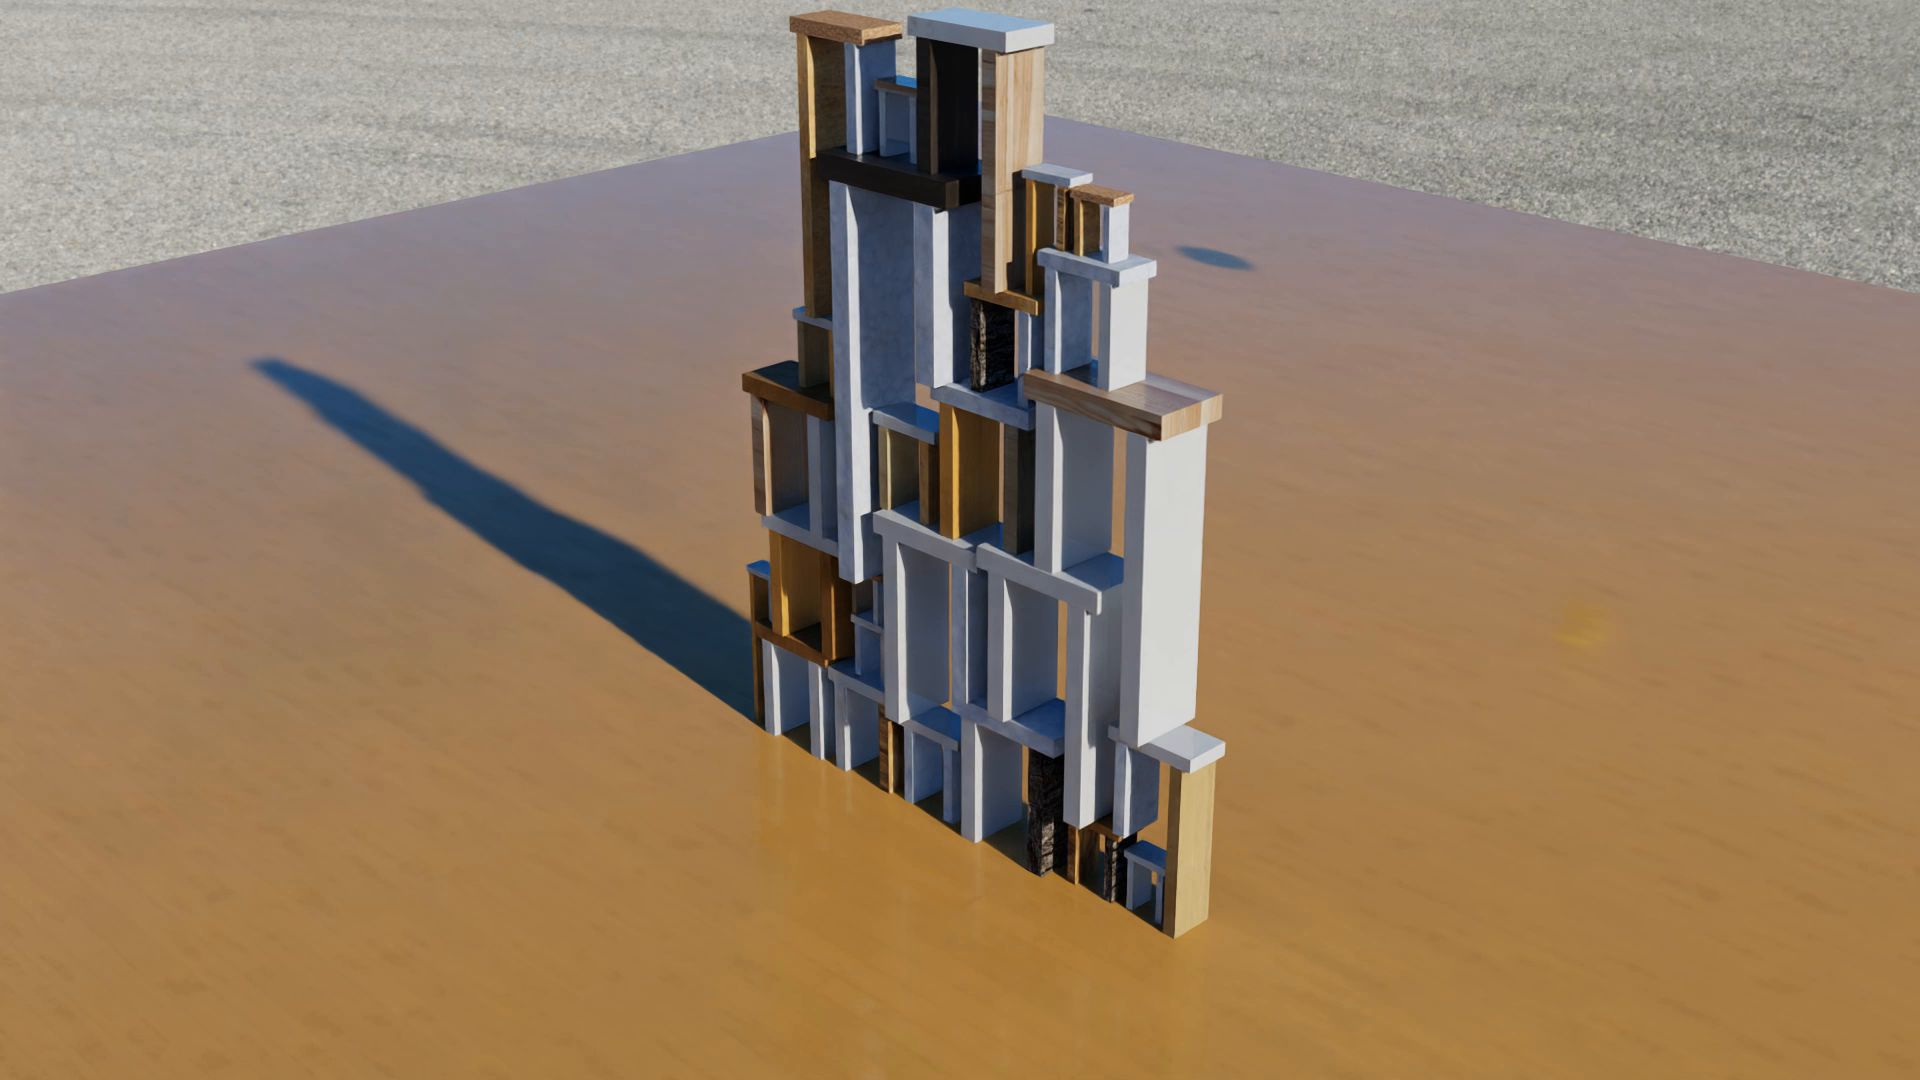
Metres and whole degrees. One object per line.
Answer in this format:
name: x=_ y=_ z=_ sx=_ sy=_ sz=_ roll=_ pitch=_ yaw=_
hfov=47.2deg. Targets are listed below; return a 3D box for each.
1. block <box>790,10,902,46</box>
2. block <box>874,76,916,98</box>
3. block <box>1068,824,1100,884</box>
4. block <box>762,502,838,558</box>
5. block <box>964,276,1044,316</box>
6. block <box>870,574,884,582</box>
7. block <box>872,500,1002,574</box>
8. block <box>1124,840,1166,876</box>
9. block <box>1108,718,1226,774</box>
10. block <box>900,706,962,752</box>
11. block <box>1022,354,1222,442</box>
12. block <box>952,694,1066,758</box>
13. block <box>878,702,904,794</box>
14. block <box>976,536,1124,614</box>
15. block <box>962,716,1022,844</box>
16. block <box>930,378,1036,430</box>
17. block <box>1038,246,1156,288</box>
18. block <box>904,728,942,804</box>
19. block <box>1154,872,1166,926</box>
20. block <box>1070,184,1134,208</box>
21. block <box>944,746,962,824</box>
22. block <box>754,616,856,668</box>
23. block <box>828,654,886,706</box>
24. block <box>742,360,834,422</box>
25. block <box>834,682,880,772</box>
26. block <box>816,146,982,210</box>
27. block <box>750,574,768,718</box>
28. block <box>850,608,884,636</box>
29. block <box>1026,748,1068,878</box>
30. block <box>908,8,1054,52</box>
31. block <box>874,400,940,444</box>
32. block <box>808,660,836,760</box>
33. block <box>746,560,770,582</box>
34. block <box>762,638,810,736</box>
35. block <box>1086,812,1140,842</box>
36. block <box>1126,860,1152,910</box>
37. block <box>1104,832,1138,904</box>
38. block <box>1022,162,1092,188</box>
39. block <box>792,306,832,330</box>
block: x=-0.211 y=-0.944 z=4.049 sx=0.100 sy=0.028 sz=0.201 roll=-21 pitch=31 yaw=-40
block: x=-0.091 y=-0.820 z=3.977 sx=0.121 sy=0.017 sz=0.060 roll=21 pitch=31 yaw=41
block: x=0.237 y=0.584 z=4.208 sx=0.069 sy=0.139 sz=0.020 roll=-21 pitch=31 yaw=-41
block: x=-0.287 y=-0.028 z=4.526 sx=0.236 sy=0.033 sz=0.118 roll=21 pitch=31 yaw=41
block: x=0.101 y=-0.440 z=3.922 sx=0.177 sy=0.025 sz=0.089 roll=21 pitch=31 yaw=41
block: x=-0.176 y=0.060 z=4.435 sx=0.095 sy=0.014 sz=0.048 roll=21 pitch=31 yaw=41
block: x=-0.019 y=-0.015 z=4.232 sx=0.283 sy=0.040 sz=0.142 roll=21 pitch=31 yaw=40
block: x=0.361 y=0.590 z=4.078 sx=0.106 sy=0.015 sz=0.053 roll=21 pitch=31 yaw=41
block: x=0.372 y=0.361 z=3.974 sx=0.097 sy=0.027 sz=0.194 roll=-21 pitch=31 yaw=-40
block: x=-0.035 y=0.372 z=4.417 sx=0.170 sy=0.024 sz=0.085 roll=21 pitch=31 yaw=41
block: x=0.280 y=-0.251 z=3.816 sx=0.159 sy=0.045 sz=0.319 roll=-21 pitch=31 yaw=-40
block: x=0.127 y=0.336 z=4.232 sx=0.269 sy=0.038 sz=0.135 roll=21 pitch=31 yaw=41
block: x=-0.120 y=0.413 z=4.531 sx=0.028 sy=0.201 sz=0.100 roll=21 pitch=31 yaw=41
block: x=0.190 y=0.051 z=4.032 sx=0.150 sy=0.042 sz=0.300 roll=-21 pitch=31 yaw=-40
block: x=0.063 y=0.452 z=4.351 sx=0.038 sy=0.269 sz=0.135 roll=21 pitch=31 yaw=41
block: x=0.077 y=-0.262 z=4.032 sx=0.249 sy=0.035 sz=0.125 roll=21 pitch=31 yaw=41
block: x=0.234 y=-0.475 z=3.767 sx=0.094 sy=0.027 sz=0.189 roll=-21 pitch=31 yaw=-40
block: x=-0.075 y=0.446 z=4.492 sx=0.024 sy=0.170 sz=0.085 roll=21 pitch=31 yaw=41
block: x=0.386 y=0.656 z=4.079 sx=0.015 sy=0.106 sz=0.053 roll=21 pitch=31 yaw=41
block: x=0.239 y=-0.582 z=3.713 sx=0.049 sy=0.014 sz=0.099 roll=-21 pitch=31 yaw=-41
block: x=0.006 y=0.477 z=4.418 sx=0.024 sy=0.170 sz=0.085 roll=21 pitch=31 yaw=41
block: x=-0.319 y=0.205 z=4.664 sx=0.224 sy=0.032 sz=0.112 roll=21 pitch=31 yaw=41
block: x=-0.168 y=0.289 z=4.530 sx=0.201 sy=0.028 sz=0.100 roll=21 pitch=31 yaw=41
block: x=-0.305 y=-0.302 z=4.421 sx=0.129 sy=0.037 sz=0.258 roll=-21 pitch=31 yaw=-41
block: x=-0.215 y=0.376 z=4.618 sx=0.028 sy=0.201 sz=0.100 roll=21 pitch=31 yaw=41
block: x=-0.085 y=-0.674 z=4.025 sx=0.340 sy=0.048 sz=0.170 roll=21 pitch=31 yaw=41
block: x=-0.430 y=0.225 z=4.785 sx=0.013 sy=0.349 sz=0.046 roll=21 pitch=31 yaw=41
block: x=-0.162 y=0.166 z=4.467 sx=0.115 sy=0.016 sz=0.058 roll=21 pitch=31 yaw=41
block: x=0.190 y=0.502 z=4.234 sx=0.038 sy=0.269 sz=0.135 roll=21 pitch=31 yaw=41
block: x=0.034 y=-0.883 z=3.803 sx=0.238 sy=0.034 sz=0.119 roll=21 pitch=31 yaw=40
block: x=-0.078 y=-0.225 z=4.209 sx=0.085 sy=0.024 sz=0.170 roll=-21 pitch=31 yaw=-40
block: x=-0.266 y=0.343 z=4.665 sx=0.032 sy=0.224 sz=0.112 roll=21 pitch=31 yaw=41
block: x=-0.409 y=0.067 z=4.694 sx=0.046 sy=0.013 sz=0.093 roll=-21 pitch=31 yaw=-40
block: x=-0.372 y=0.302 z=4.762 sx=0.032 sy=0.224 sz=0.112 roll=21 pitch=31 yaw=41
block: x=0.270 y=0.524 z=4.146 sx=0.139 sy=0.020 sz=0.069 roll=21 pitch=31 yaw=41
block: x=0.336 y=0.636 z=4.125 sx=0.015 sy=0.106 sz=0.053 roll=21 pitch=31 yaw=41
block: x=0.303 y=0.609 z=4.147 sx=0.069 sy=0.139 sz=0.020 roll=-21 pitch=31 yaw=-41
block: x=0.166 y=-0.627 z=3.780 sx=0.113 sy=0.016 sz=0.057 roll=20 pitch=30 yaw=40
block: x=-0.257 y=-0.437 z=4.314 sx=0.069 sy=0.020 sz=0.138 roll=-21 pitch=31 yaw=-41
